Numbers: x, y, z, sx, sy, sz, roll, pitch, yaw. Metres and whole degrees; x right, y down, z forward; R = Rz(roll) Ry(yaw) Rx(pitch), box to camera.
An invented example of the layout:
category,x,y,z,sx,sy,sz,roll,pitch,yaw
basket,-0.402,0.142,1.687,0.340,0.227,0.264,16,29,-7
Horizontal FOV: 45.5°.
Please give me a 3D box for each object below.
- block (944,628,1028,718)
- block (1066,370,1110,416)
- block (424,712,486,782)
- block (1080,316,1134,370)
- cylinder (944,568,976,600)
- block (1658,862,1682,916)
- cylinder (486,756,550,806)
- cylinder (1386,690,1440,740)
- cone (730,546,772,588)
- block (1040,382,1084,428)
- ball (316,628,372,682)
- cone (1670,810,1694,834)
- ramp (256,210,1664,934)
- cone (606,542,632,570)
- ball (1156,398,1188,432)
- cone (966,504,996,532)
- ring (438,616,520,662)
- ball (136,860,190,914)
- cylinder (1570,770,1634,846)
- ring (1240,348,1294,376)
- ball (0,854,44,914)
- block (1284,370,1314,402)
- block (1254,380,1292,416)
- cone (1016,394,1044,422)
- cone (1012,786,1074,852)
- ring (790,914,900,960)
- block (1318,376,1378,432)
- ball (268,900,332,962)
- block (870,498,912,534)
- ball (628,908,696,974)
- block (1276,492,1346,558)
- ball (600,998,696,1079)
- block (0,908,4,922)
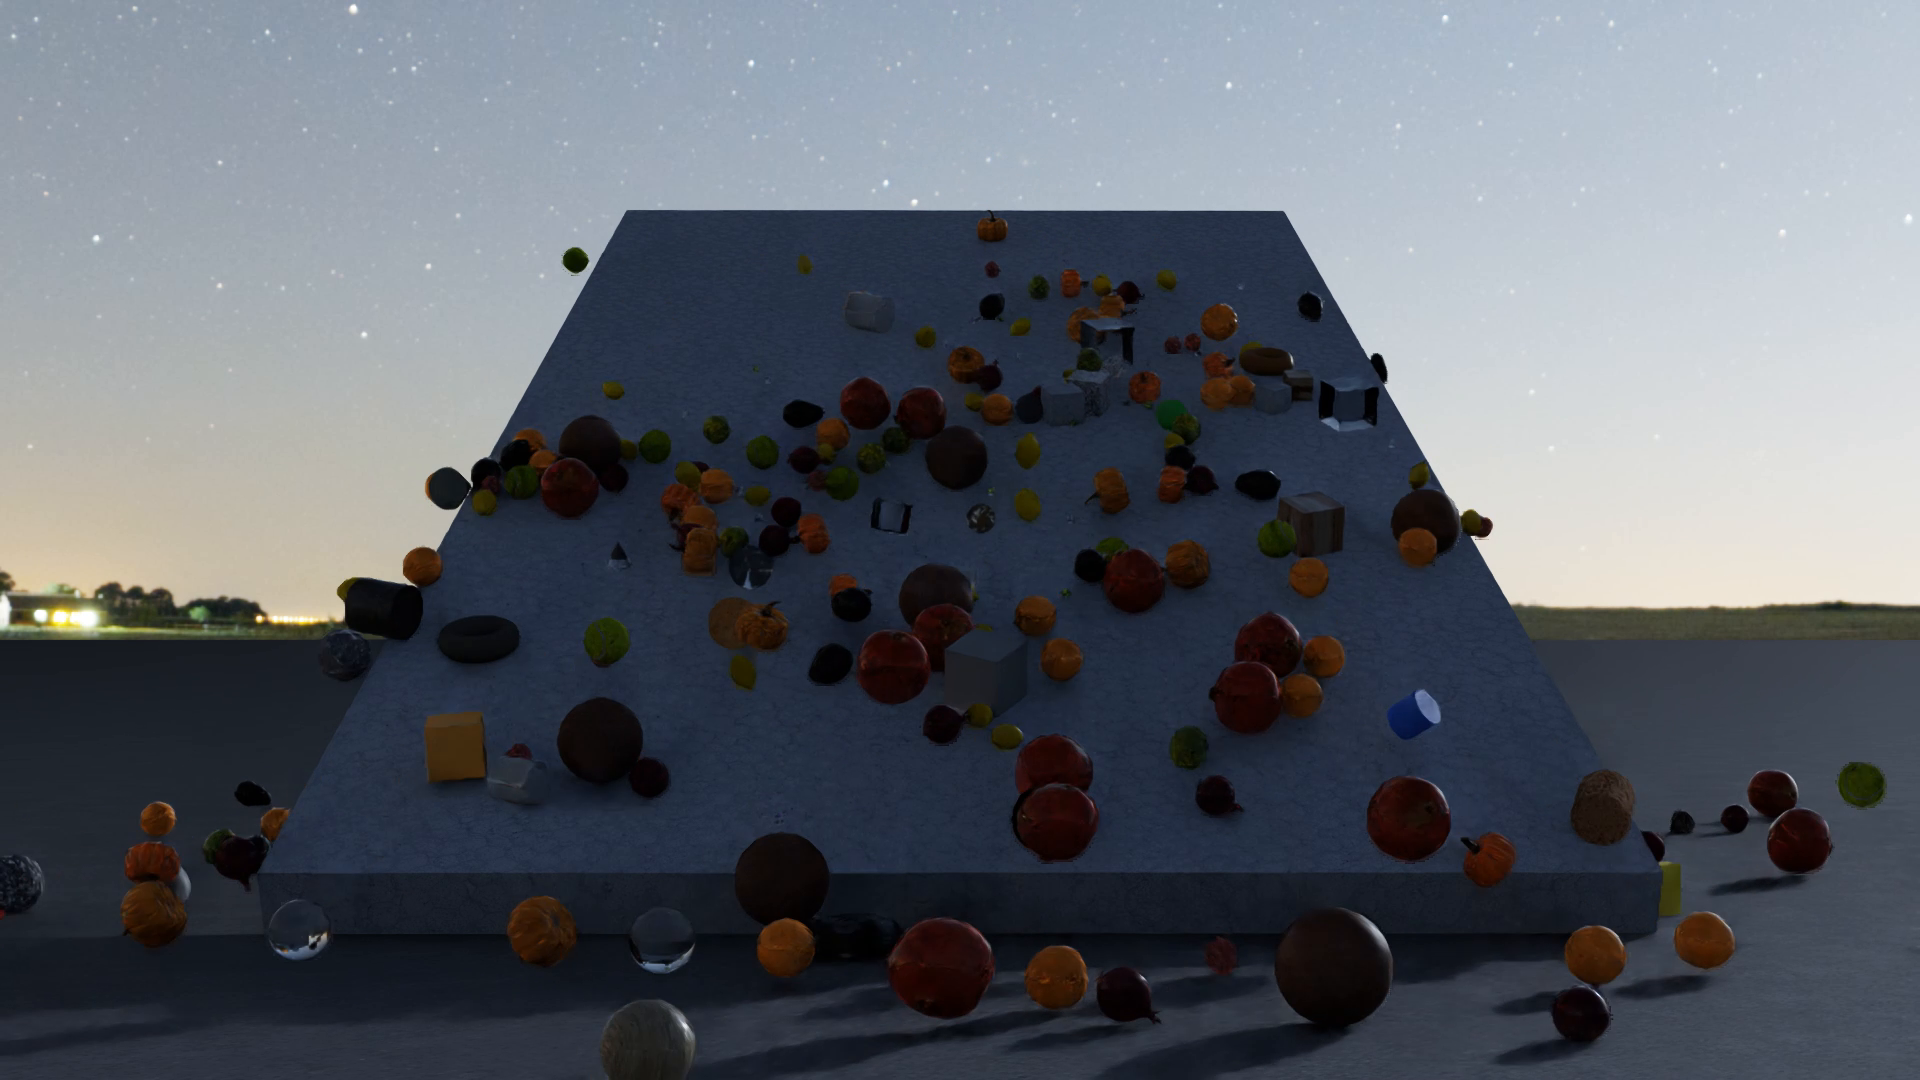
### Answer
category,x,y,z,sx,sy,sz,roll,pitch,yaw
block,0.042,0.218,3.765,0.100,0.100,0.100,13,25,29
block,0.289,-0.332,5.178,0.080,0.080,0.080,8,23,18
block,-0.772,0.316,3.514,0.083,0.083,0.083,-4,10,-9
block,0.354,-0.475,5.517,0.095,0.095,0.095,-8,23,-19
cylinder,0.001,0.079,4.170,0.055,0.055,0.055,2,-2,-1
block,1.057,0.537,3.540,0.077,0.077,0.077,1,-3,-25
cylinder,-0.660,0.360,3.423,0.067,0.067,0.067,7,0,22
cylinder,0.704,0.271,3.558,0.059,0.059,0.059,3,-32,-48
cone,-0.392,0.054,4.261,0.080,0.080,0.080,0,-5,-10
block,0.228,-0.302,5.107,0.075,0.075,0.075,-7,23,-16
ball,-1.039,0.194,3.867,0.089,0.089,0.089,0,-2,0
cone,1.557,0.622,4.977,0.053,0.053,0.053,1,-29,-17
ramp,-0.006,-0.219,5.135,2.000,0.100,4.000,0,22,0
cone,-0.643,0.025,4.314,0.050,0.050,0.050,0,22,0
ball,0.462,-0.273,5.003,0.070,0.070,0.070,0,-2,0
cone,0.039,-0.040,4.513,0.057,0.057,0.057,0,-5,-4
ring,-0.830,0.171,3.952,0.139,0.046,0.139,0,20,0
ball,-1.229,0.536,3.535,0.080,0.080,0.080,0,-2,0
cylinder,0.941,0.392,3.355,0.082,0.082,0.082,-1,20,23
ring,0.732,-0.425,5.464,0.130,0.043,0.130,1,21,0
ball,-1.462,0.531,3.539,0.090,0.090,0.090,0,-2,0
block,0.777,-0.355,5.267,0.057,0.057,0.057,-2,22,-4
block,0.708,-0.322,5.183,0.058,0.058,0.058,-17,28,-37
cone,0.144,-0.288,5.132,0.067,0.067,0.067,1,-14,-24
cone,0.103,0.408,3.360,0.096,0.096,0.096,1,-6,-20
ring,-0.153,0.531,3.072,0.148,0.049,0.148,-2,-4,0
block,0.862,-0.303,5.090,0.093,0.093,0.093,-8,23,-19
ball,-0.869,0.514,3.015,0.081,0.081,0.081,0,-2,0
block,-0.133,-0.047,4.413,0.056,0.056,0.056,8,5,-25
ball,-0.378,0.508,2.904,0.084,0.084,0.084,0,-2,0
block,0.673,-0.030,4.402,0.091,0.091,0.091,-9,24,-22
ball,-0.291,0.474,2.140,0.090,0.090,0.090,0,-2,0
block,-1.140,0.438,2.563,0.086,0.086,0.086,37,-45,-5
